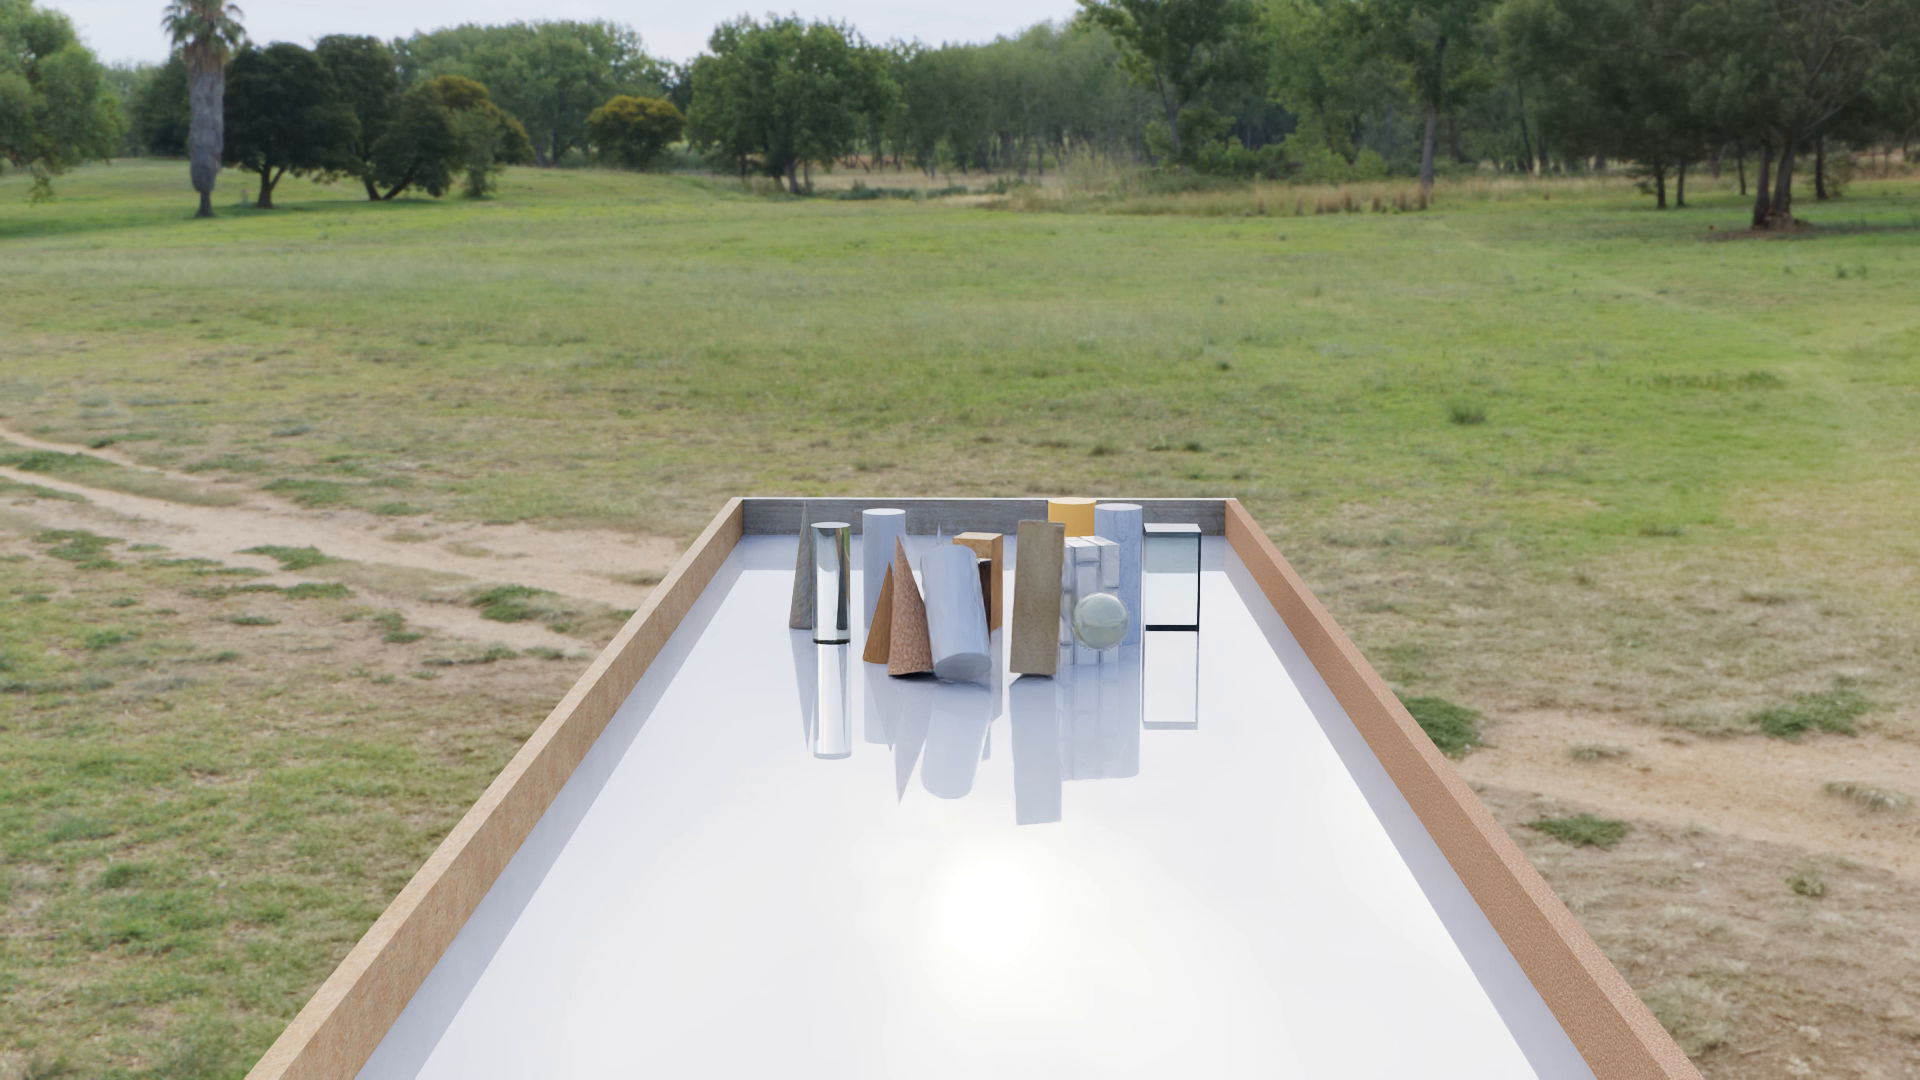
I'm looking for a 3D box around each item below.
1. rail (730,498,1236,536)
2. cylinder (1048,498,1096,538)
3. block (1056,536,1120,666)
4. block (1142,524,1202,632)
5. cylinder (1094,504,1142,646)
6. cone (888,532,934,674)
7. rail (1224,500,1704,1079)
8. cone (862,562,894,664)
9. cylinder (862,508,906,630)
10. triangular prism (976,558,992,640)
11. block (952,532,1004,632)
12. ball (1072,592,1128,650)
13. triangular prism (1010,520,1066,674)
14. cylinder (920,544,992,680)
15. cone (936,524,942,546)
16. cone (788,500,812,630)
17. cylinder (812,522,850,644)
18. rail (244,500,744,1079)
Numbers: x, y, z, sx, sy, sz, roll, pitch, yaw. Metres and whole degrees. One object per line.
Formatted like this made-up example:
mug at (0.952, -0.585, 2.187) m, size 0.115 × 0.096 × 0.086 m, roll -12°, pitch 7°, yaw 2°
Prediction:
rail at (0.099, -0.098, 9.147) m, size 2.100 × 0.150 × 0.050 m, roll 0°, pitch 9°, yaw 1°
cylinder at (0.366, 0.077, 7.201) m, size 0.156 × 0.415 × 0.156 m, roll 0°, pitch 9°, yaw 0°
block at (0.369, 0.182, 6.706) m, size 0.176 × 0.361 × 0.176 m, roll -3°, pitch 9°, yaw -17°
block at (0.692, 0.121, 7.196) m, size 0.176 × 0.328 × 0.176 m, roll 0°, pitch 9°, yaw 2°
cylinder at (0.499, 0.108, 6.955) m, size 0.152 × 0.430 × 0.152 m, roll 0°, pitch 9°, yaw 0°
cone at (-0.156, 0.179, 6.483) m, size 0.177 × 0.409 × 0.177 m, roll -9°, pitch 1°, yaw 0°
rail at (1.046, 0.843, 3.208) m, size 0.050 × 0.150 × 12.000 m, roll 0°, pitch 9°, yaw 1°
cone at (-0.214, 0.213, 6.703) m, size 0.171 × 0.301 × 0.171 m, roll 0°, pitch 9°, yaw 0°
cylinder at (-0.247, 0.095, 7.192) m, size 0.140 × 0.381 × 0.140 m, roll 0°, pitch 9°, yaw 0°
triangular prism at (0.032, 0.213, 6.674) m, size 0.093 × 0.311 × 0.081 m, roll -8°, pitch 12°, yaw -43°
block at (0.059, 0.136, 7.182) m, size 0.130 × 0.303 × 0.130 m, roll 3°, pitch 9°, yaw 18°
ball at (0.407, 0.236, 6.409) m, size 0.167 × 0.167 × 0.167 m, roll 0°, pitch 9°, yaw 0°
triangular prism at (0.222, 0.168, 6.496) m, size 0.137 × 0.444 × 0.119 m, roll 3°, pitch 1°, yaw -5°
cylinder at (-0.014, 0.212, 6.436) m, size 0.172 × 0.362 × 0.172 m, roll -6°, pitch -31°, yaw -4°
cone at (-0.065, 0.137, 6.912) m, size 0.115 × 0.386 × 0.115 m, roll 0°, pitch 9°, yaw 0°
cone at (-0.505, 0.073, 7.185) m, size 0.116 × 0.426 × 0.116 m, roll 0°, pitch 9°, yaw 0°
cylinder at (-0.408, 0.137, 6.956) m, size 0.123 × 0.373 × 0.123 m, roll 0°, pitch 9°, yaw 0°
rail at (-1.004, 0.839, 3.234) m, size 0.050 × 0.150 × 12.000 m, roll 0°, pitch 9°, yaw 1°
